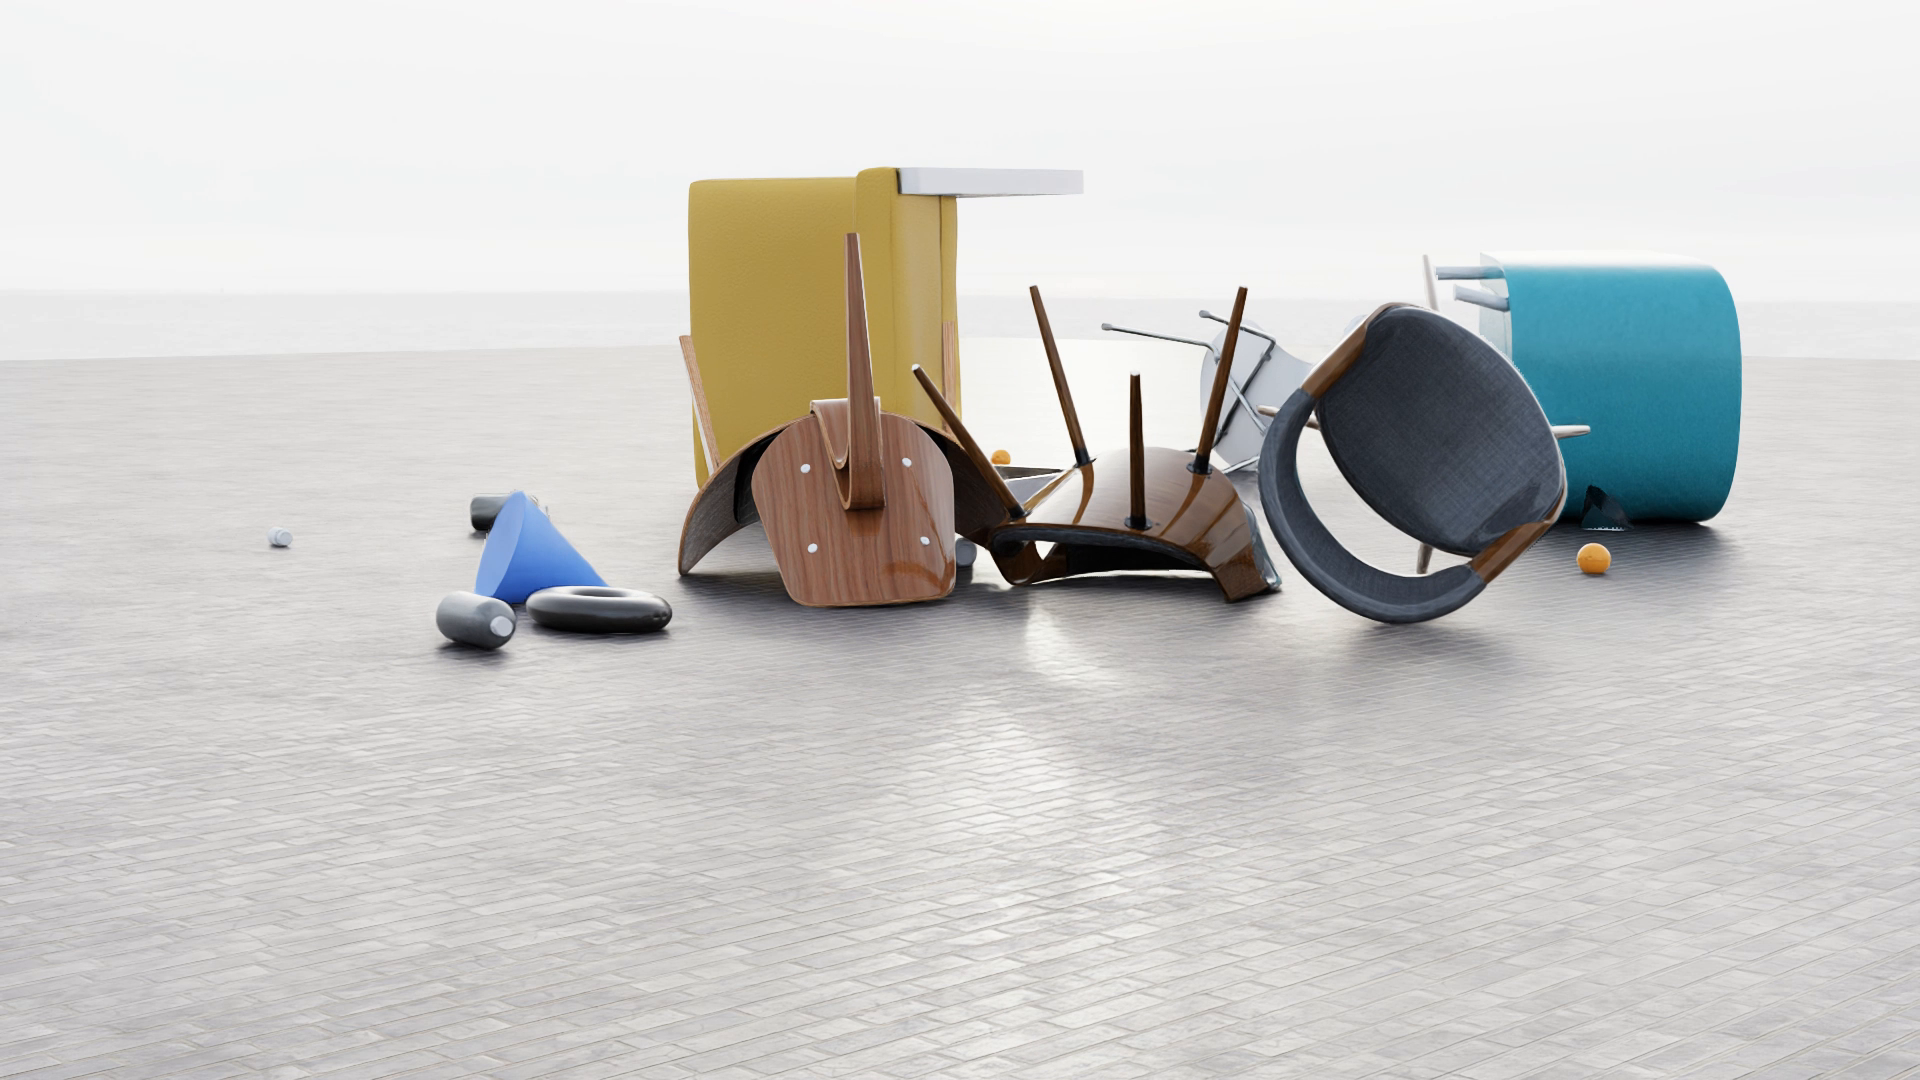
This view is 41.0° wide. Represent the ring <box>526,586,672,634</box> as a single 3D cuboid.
[{"bbox_3d":[-0.680,0.131,4.828,0.330,0.066,0.209,5,7,38],"label":"ring"}]

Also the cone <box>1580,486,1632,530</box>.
[{"bbox_3d":[1.647,-0.056,6.665,0.105,0.168,0.094,-39,18,38],"label":"cone"}]

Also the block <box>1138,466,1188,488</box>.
[{"bbox_3d":[0.638,-0.200,8.083,0.107,0.055,0.121,-4,7,-35],"label":"block"}]

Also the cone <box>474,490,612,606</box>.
[{"bbox_3d":[-0.815,0.065,5.232,0.271,0.222,0.272,24,39,-23],"label":"cone"}]
